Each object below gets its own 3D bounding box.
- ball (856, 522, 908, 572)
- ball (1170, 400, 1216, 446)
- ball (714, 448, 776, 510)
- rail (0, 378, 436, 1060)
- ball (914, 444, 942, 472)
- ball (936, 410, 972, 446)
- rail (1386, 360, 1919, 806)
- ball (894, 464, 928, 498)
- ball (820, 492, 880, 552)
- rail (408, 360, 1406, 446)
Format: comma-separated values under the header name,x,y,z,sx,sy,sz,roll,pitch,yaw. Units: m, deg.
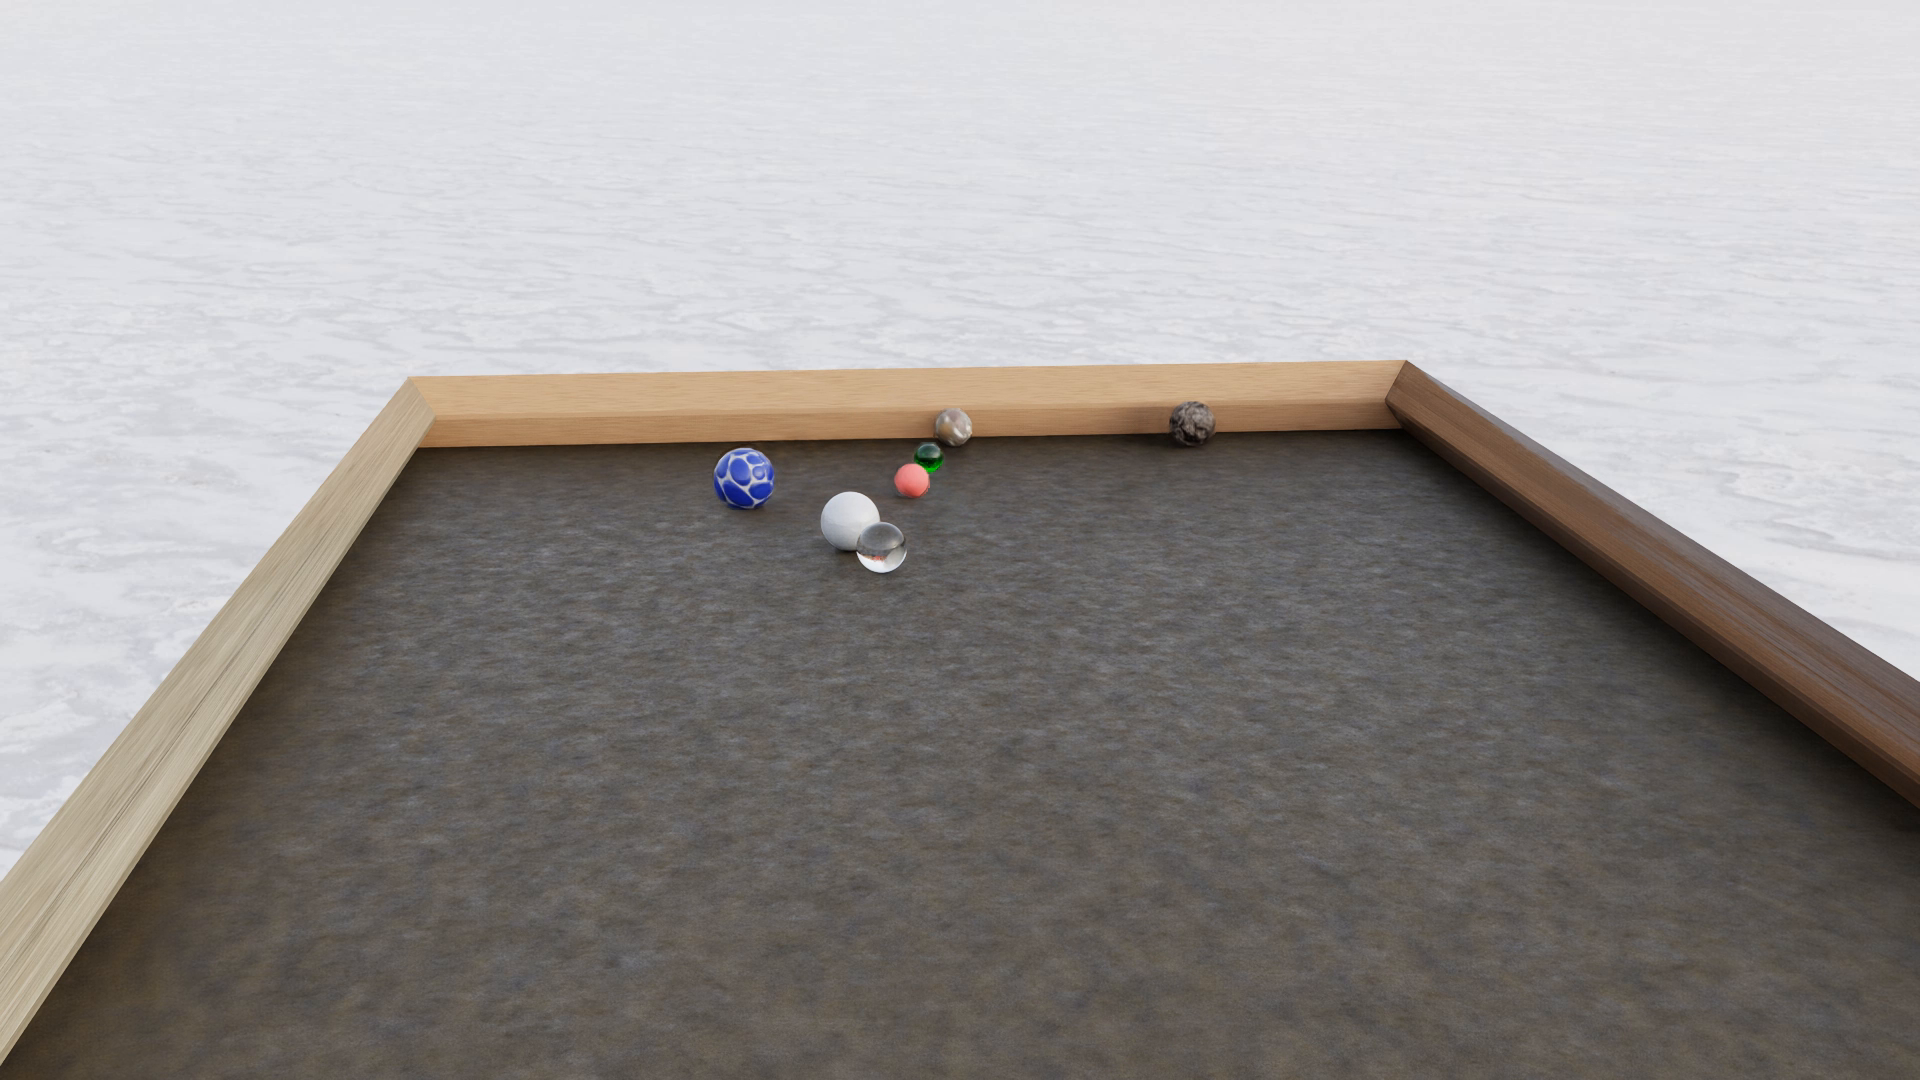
name,x,y,z,sx,sy,sz,roll,pitch,yaw
ball,-0.096,0.009,2.699,0.063,0.063,0.063,0,15,0
ball,0.359,-0.180,3.389,0.069,0.069,0.069,0,15,0
ball,-0.294,-0.084,3.004,0.084,0.084,0.084,0,15,0
rail,-0.687,0.182,1.960,0.045,0.109,2.940,-1,15,-5
ball,-0.046,-0.120,3.222,0.041,0.041,0.041,0,15,0
ball,-0.009,-0.173,3.389,0.057,0.057,0.057,0,15,0
rail,0.820,0.146,2.092,0.045,0.109,2.940,-1,15,-5
ball,-0.068,-0.083,3.072,0.047,0.047,0.047,0,15,0
ball,-0.139,-0.024,2.796,0.076,0.076,0.076,0,15,0
rail,-0.064,-0.209,3.417,1.560,0.109,0.045,-1,15,-5
